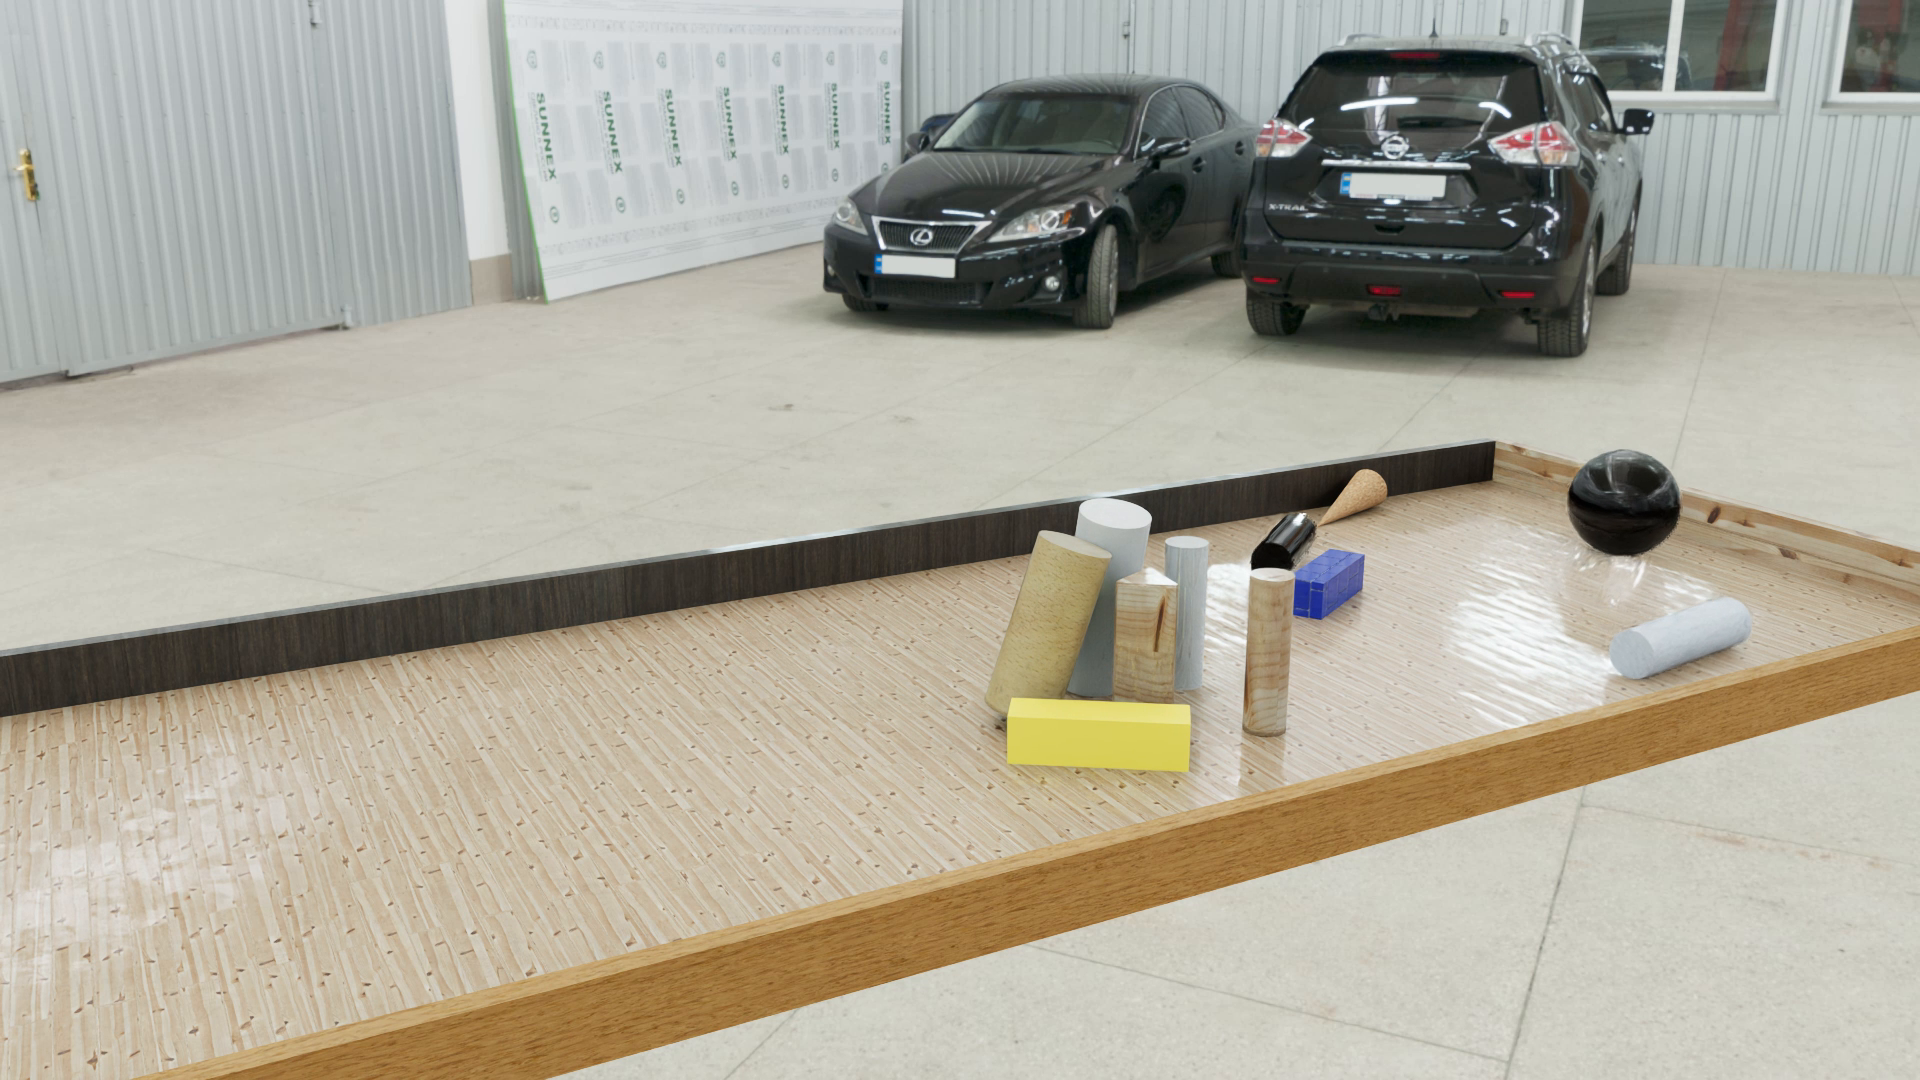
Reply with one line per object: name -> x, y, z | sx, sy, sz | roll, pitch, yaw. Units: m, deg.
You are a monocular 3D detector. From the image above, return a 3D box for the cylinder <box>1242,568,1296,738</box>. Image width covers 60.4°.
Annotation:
cylinder -> 0.710, 0.260, 3.801 | 0.101, 0.378, 0.101 | 0, 16, 0

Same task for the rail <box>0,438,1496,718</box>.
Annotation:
rail -> -3.305, 0.497, 3.399 | 12.000, 0.150, 0.050 | -9, 18, -27

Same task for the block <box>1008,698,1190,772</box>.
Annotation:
block -> 0.310, 0.433, 3.681 | 0.400, 0.112, 0.112 | 2, 16, 6

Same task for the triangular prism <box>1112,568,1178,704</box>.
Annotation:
triangular prism -> 0.436, 0.253, 3.865 | 0.139, 0.355, 0.121 | 3, 17, 9

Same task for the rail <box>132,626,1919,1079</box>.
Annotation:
rail -> -2.336, 1.006, 1.665 | 12.000, 0.150, 0.050 | -9, 18, -27

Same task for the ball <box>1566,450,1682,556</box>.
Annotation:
ball -> 2.076, -0.116, 5.160 | 0.333, 0.333, 0.333 | 0, 16, 0

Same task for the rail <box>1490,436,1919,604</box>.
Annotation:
rail -> 2.466, -0.048, 5.253 | 0.050, 0.150, 2.100 | -9, 18, -27

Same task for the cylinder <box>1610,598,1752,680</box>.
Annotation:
cylinder -> 1.871, 0.252, 4.274 | 0.444, 0.127, 0.127 | -11, 20, -34

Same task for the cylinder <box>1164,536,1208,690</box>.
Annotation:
cylinder -> 0.556, 0.181, 4.086 | 0.106, 0.368, 0.106 | 0, 16, 0

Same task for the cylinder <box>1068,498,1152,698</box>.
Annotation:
cylinder -> 0.343, 0.142, 4.020 | 0.174, 0.456, 0.174 | 6, 25, -3

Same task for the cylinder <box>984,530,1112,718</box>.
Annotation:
cylinder -> 0.204, 0.206, 3.848 | 0.178, 0.420, 0.178 | 17, 12, -4

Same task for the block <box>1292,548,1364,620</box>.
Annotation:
block -> 1.052, 0.125, 4.741 | 0.107, 0.107, 0.333 | 10, 19, 31

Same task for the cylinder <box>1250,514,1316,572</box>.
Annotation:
cylinder -> 0.993, 0.023, 5.051 | 0.127, 0.127, 0.348 | 7, 18, 22

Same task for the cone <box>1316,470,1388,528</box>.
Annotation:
cone -> 1.303, -0.111, 5.613 | 0.137, 0.137, 0.370 | 14, 32, 39
